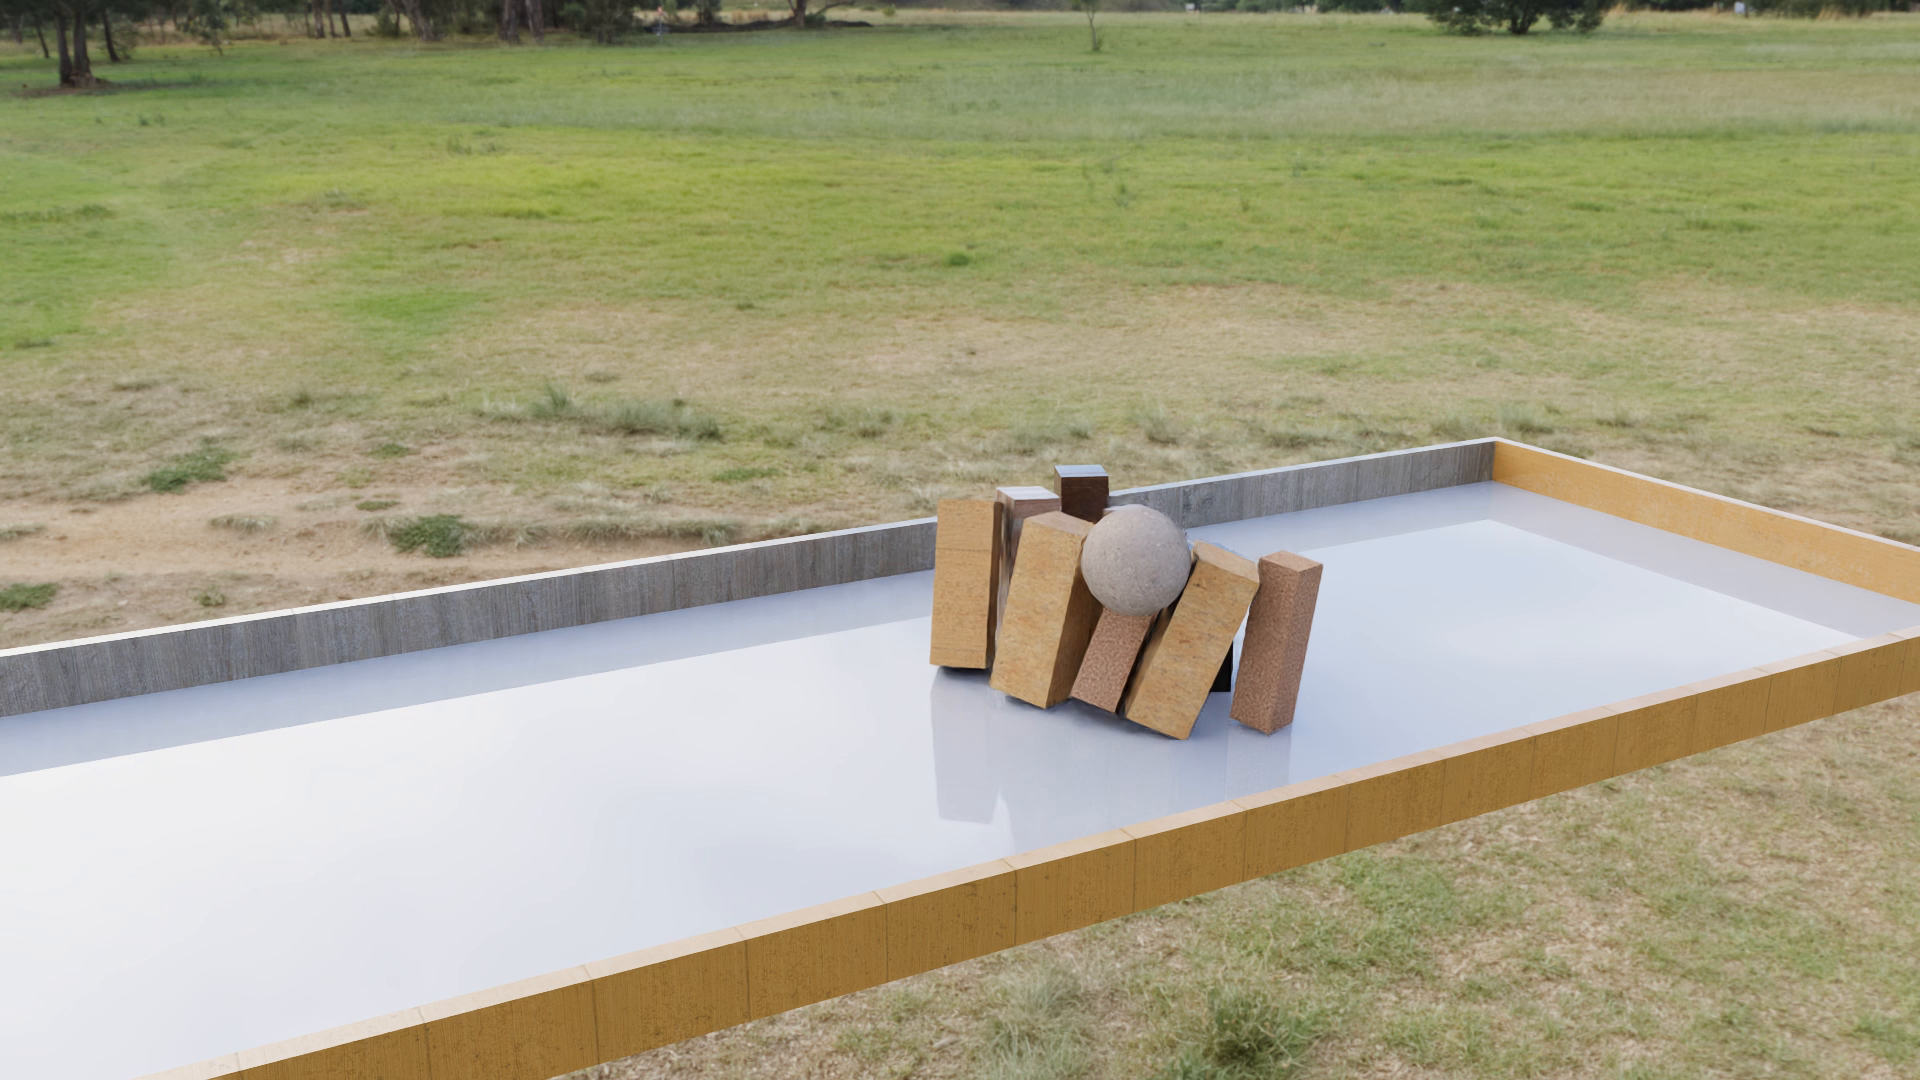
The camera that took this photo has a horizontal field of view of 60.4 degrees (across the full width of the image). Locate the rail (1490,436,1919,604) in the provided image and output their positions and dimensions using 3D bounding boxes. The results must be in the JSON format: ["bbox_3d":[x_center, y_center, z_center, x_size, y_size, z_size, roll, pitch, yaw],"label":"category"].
[{"bbox_3d":[2.466,-0.048,5.253,0.050,0.150,2.100,-9,18,-27],"label":"rail"}]

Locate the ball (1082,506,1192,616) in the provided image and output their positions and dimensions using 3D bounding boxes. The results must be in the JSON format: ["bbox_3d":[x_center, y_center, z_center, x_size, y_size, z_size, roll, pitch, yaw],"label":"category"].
[{"bbox_3d":[0.394,0.047,3.685,0.244,0.244,0.244,0,16,0],"label":"ball"}]

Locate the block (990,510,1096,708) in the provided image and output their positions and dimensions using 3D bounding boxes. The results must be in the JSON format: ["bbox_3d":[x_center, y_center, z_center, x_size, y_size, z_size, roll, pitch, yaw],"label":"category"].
[{"bbox_3d":[0.217,0.165,3.971,0.158,0.429,0.158,20,17,28],"label":"block"}]

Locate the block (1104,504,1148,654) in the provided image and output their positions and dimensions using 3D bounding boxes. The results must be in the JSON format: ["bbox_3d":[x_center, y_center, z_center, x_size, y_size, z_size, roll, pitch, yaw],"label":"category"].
[{"bbox_3d":[0.446,0.107,4.312,0.107,0.382,0.107,-9,19,-28],"label":"block"}]

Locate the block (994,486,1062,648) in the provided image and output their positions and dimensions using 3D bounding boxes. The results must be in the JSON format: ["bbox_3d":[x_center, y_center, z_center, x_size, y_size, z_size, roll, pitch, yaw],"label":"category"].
[{"bbox_3d":[0.163,0.081,4.321,0.130,0.421,0.130,-2,16,-21],"label":"block"}]

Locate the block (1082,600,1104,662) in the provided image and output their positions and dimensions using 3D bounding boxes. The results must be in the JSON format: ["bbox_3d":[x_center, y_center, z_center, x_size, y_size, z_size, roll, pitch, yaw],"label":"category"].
[{"bbox_3d":[0.314,0.174,4.138,0.162,0.342,0.162,14,18,40],"label":"block"}]

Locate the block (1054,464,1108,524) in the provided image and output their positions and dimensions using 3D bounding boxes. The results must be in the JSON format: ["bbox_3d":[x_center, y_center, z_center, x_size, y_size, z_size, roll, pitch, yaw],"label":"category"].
[{"bbox_3d":[0.332,0.011,4.579,0.129,0.417,0.129,-2,16,-5],"label":"block"}]

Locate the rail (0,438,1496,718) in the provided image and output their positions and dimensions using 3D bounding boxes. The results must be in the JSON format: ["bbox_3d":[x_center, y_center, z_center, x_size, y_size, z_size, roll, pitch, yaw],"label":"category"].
[{"bbox_3d":[-3.305,0.497,3.399,12.000,0.150,0.050,-9,18,-27],"label":"rail"}]

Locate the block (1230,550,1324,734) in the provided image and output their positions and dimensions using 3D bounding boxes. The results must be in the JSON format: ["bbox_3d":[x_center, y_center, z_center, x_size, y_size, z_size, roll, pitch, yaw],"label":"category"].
[{"bbox_3d":[0.732,0.235,3.822,0.108,0.398,0.108,21,22,37],"label":"block"}]

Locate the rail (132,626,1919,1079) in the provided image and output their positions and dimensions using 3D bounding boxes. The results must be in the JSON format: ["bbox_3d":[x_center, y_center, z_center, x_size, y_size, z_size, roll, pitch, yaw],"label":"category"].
[{"bbox_3d":[-2.336,1.006,1.665,12.000,0.150,0.050,-9,18,-27],"label":"rail"}]

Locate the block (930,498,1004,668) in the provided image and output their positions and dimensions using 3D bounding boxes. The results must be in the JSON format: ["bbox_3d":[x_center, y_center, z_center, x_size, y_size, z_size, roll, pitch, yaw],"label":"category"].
[{"bbox_3d":[0.017,0.109,4.200,0.142,0.419,0.142,3,0,10],"label":"block"}]

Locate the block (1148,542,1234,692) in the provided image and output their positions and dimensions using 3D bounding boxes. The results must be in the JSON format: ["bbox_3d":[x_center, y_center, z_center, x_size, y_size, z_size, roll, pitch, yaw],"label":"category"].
[{"bbox_3d":[0.575,0.193,4.108,0.175,0.333,0.175,-1,16,-5],"label":"block"}]

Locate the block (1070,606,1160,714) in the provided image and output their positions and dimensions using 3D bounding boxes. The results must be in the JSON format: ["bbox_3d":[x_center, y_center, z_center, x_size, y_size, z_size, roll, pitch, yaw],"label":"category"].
[{"bbox_3d":[0.397,0.192,3.908,0.111,0.423,0.111,21,-2,13],"label":"block"}]

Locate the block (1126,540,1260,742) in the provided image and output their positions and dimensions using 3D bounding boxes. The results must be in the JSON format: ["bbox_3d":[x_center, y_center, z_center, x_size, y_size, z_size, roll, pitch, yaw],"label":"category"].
[{"bbox_3d":[0.529,0.230,3.784,0.147,0.417,0.147,22,18,-2],"label":"block"}]
